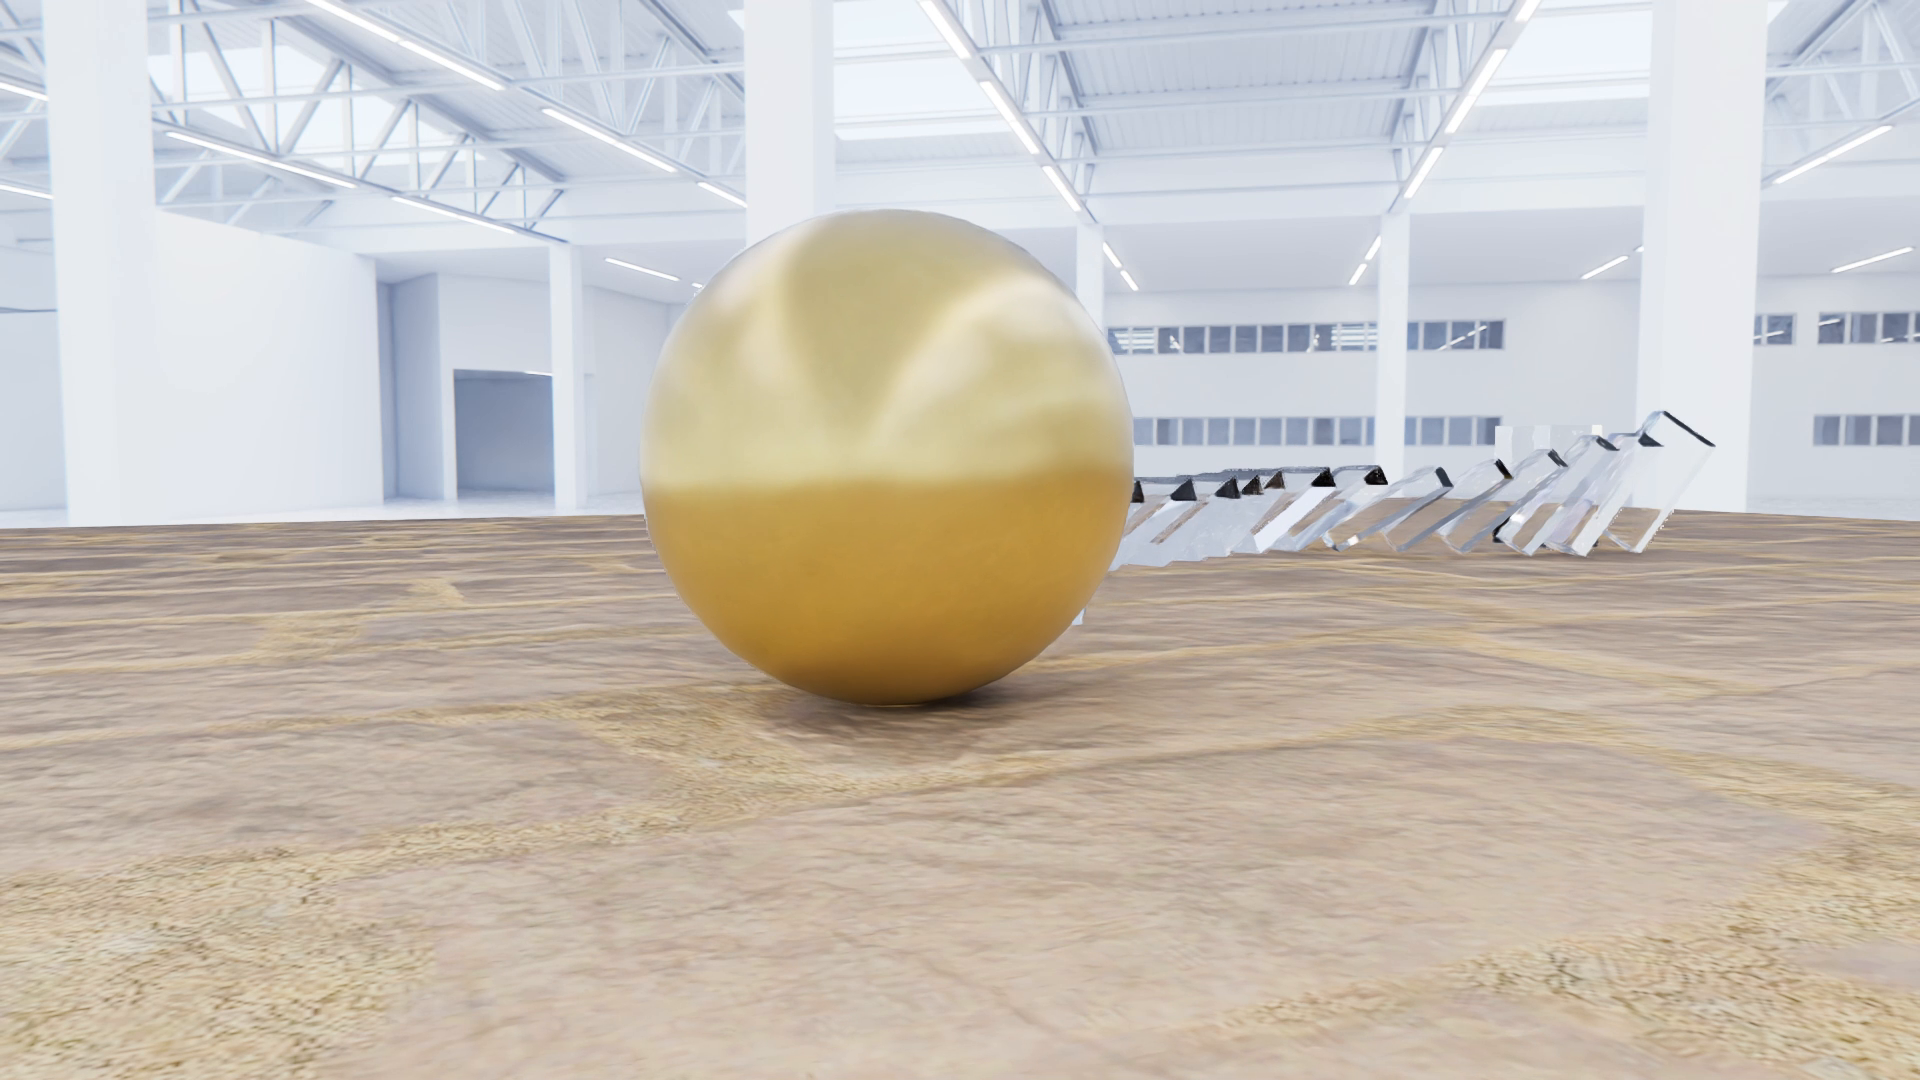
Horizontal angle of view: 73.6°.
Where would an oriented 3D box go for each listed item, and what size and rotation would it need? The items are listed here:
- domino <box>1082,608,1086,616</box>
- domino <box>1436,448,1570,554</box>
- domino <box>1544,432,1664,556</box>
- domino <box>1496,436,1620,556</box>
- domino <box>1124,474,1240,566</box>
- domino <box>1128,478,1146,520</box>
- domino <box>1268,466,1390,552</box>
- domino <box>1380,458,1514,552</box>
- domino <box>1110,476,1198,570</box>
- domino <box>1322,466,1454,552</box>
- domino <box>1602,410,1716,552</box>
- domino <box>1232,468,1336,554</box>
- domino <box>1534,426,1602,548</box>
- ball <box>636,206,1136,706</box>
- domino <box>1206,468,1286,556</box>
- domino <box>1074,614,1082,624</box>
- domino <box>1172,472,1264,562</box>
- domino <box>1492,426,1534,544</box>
[{"bbox_3d":[0.018,0.001,0.337,0.025,0.009,0.050,0,32,-1],"label":"domino"},{"bbox_3d":[0.211,-0.015,0.501,0.050,0.009,0.025,-42,-4,11],"label":"domino"},{"bbox_3d":[0.246,-0.018,0.494,0.009,0.050,0.025,34,4,-2],"label":"domino"},{"bbox_3d":[0.230,-0.017,0.496,0.009,0.050,0.025,38,10,6],"label":"domino"},{"bbox_3d":[0.077,-0.008,0.466,0.025,0.009,0.050,5,33,47],"label":"domino"},{"bbox_3d":[0.040,-0.006,0.439,0.025,0.009,0.050,4,31,40],"label":"domino"},{"bbox_3d":[0.146,-0.013,0.519,0.050,0.009,0.025,-33,13,-16],"label":"domino"},{"bbox_3d":[0.191,-0.014,0.507,0.050,0.009,0.025,-35,-3,12],"label":"domino"},{"bbox_3d":[0.059,-0.007,0.453,0.025,0.009,0.050,5,32,47],"label":"domino"},{"bbox_3d":[0.169,-0.013,0.513,0.050,0.009,0.025,-31,1,7],"label":"domino"},{"bbox_3d":[0.269,-0.023,0.504,0.025,0.050,0.009,34,4,-2],"label":"domino"},{"bbox_3d":[0.124,-0.012,0.512,0.050,0.009,0.025,-36,21,-27],"label":"domino"},{"bbox_3d":[0.249,-0.022,0.527,0.025,0.050,0.009,-1,4,-15],"label":"domino"},{"bbox_3d":[-0.012,-0.013,0.210,0.080,0.080,0.080,0,4,0],"label":"ball"},{"bbox_3d":[0.104,-0.011,0.502,0.025,0.009,0.050,3,34,43],"label":"domino"},{"bbox_3d":[0.017,-0.001,0.317,0.025,0.009,0.050,0,44,4],"label":"domino"},{"bbox_3d":[0.091,-0.009,0.484,0.025,0.009,0.050,3,33,43],"label":"domino"},{"bbox_3d":[0.242,-0.024,0.549,0.025,0.050,0.009,-2,5,-20],"label":"domino"}]
